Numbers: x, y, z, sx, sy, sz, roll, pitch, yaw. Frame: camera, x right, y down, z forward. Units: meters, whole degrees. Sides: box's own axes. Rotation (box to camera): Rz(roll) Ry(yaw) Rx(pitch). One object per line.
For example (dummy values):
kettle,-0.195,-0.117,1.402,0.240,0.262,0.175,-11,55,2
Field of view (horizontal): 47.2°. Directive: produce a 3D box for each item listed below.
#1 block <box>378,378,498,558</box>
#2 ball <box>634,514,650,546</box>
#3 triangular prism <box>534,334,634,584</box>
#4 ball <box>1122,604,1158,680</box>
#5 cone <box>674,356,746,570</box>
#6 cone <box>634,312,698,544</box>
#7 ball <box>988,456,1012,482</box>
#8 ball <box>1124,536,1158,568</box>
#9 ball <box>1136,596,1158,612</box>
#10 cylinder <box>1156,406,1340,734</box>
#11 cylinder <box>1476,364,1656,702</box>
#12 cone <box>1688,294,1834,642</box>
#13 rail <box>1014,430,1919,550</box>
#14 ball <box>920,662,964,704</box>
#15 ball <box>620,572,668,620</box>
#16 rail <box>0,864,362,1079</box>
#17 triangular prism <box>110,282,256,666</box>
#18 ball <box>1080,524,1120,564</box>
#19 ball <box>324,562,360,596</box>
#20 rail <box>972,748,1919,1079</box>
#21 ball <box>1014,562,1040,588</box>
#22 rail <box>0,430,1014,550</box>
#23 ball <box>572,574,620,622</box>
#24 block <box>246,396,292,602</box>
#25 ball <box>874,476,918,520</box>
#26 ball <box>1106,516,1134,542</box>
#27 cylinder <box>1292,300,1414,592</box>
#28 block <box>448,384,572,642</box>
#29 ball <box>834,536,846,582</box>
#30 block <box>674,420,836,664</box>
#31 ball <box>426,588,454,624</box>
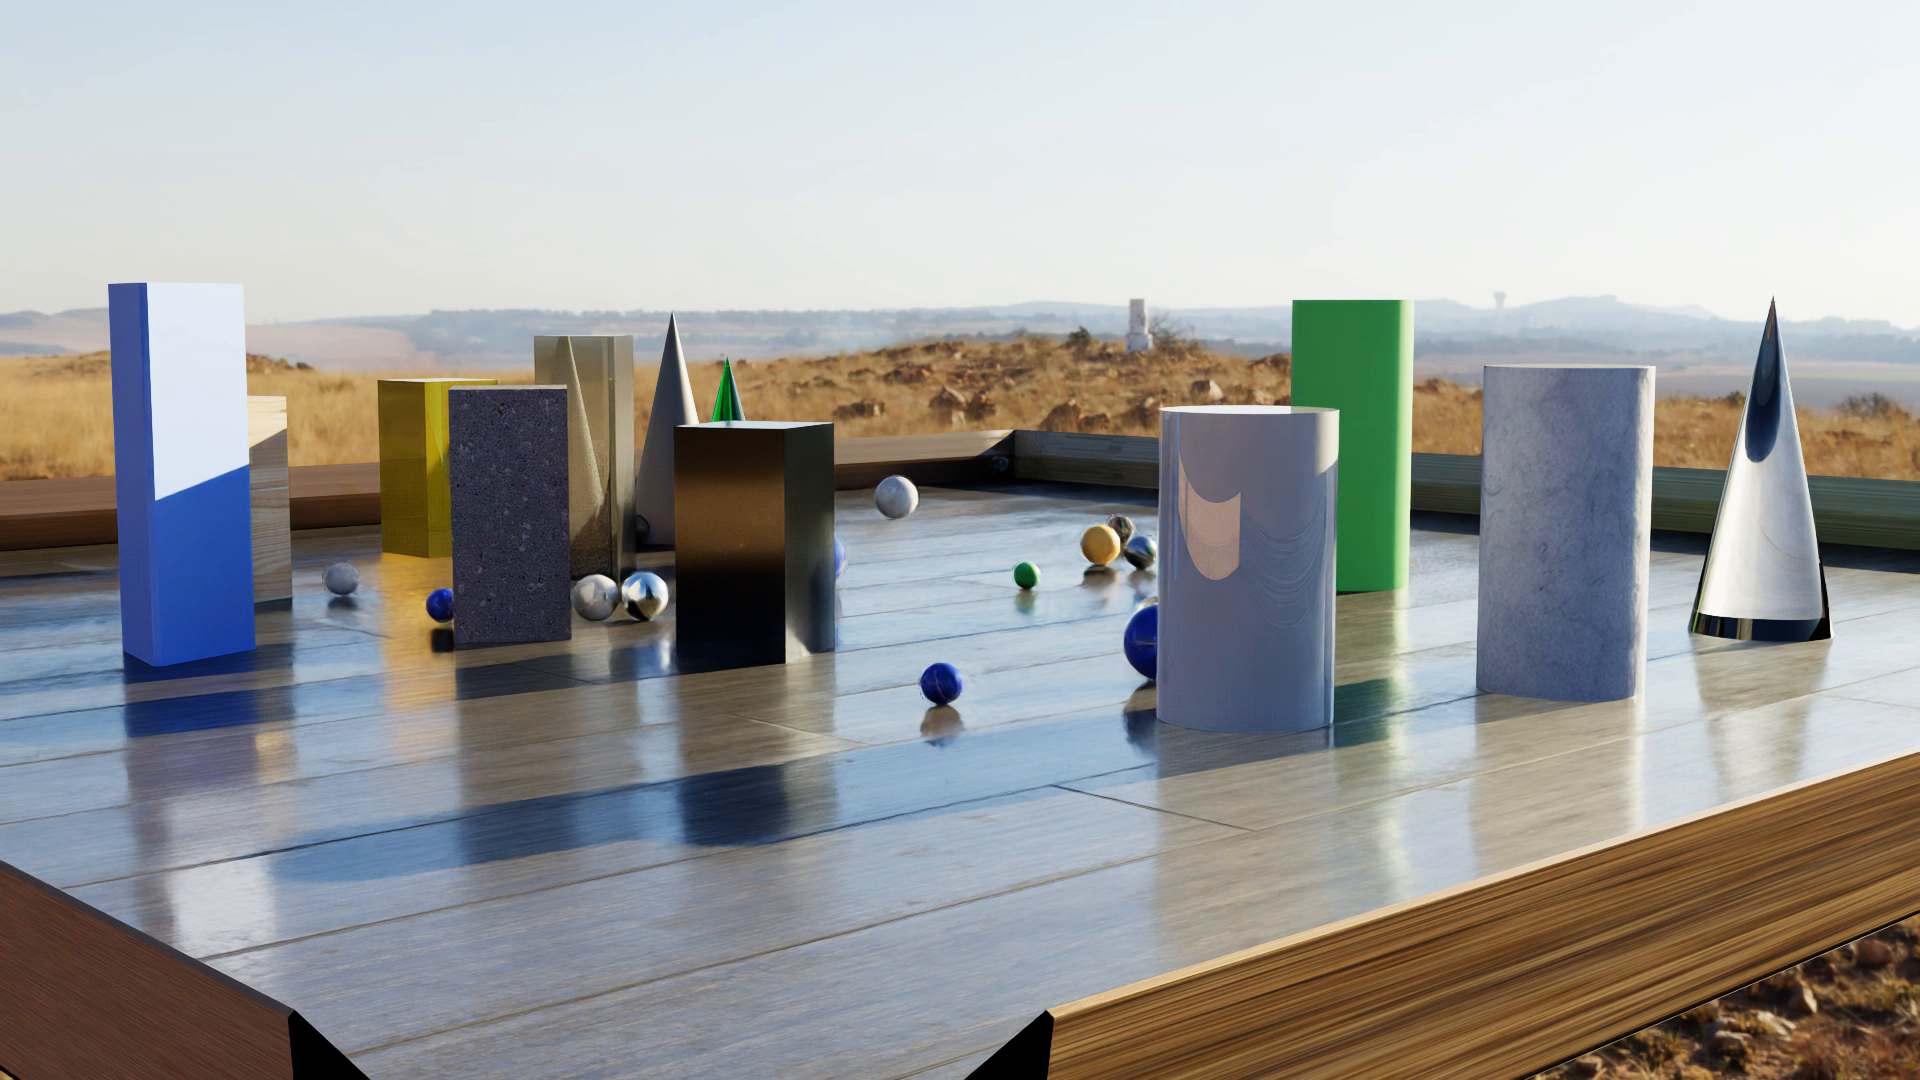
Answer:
block,-0.953,-0.135,4.029,0.154,0.316,0.154,6,8,43
ball,-0.616,-0.020,4.157,0.059,0.059,0.059,0,6,0
triangular prism,-0.592,-0.139,3.655,0.167,0.401,0.145,4,7,32
ball,0.242,0.122,2.645,0.093,0.093,0.093,0,6,0
cone,-0.398,-0.135,3.781,0.193,0.367,0.193,0,6,0
cone,-0.552,-0.223,4.242,0.193,0.445,0.193,0,6,0
ball,0.104,-0.185,5.706,0.065,0.065,0.065,0,6,0
ball,0.311,0.021,3.779,0.058,0.058,0.058,0,6,0
ball,0.268,0.104,2.998,0.056,0.056,0.056,0,6,0
cylinder,0.312,0.026,2.394,0.193,0.336,0.193,0,6,0
cylinder,0.709,-0.015,2.579,0.193,0.379,0.193,0,6,0
cone,1.110,-0.105,3.024,0.193,0.466,0.193,0,6,0
rail,1.313,-0.094,4.537,0.045,0.125,3.495,-6,8,-42
ball,-0.020,0.162,2.483,0.048,0.048,0.048,0,6,0
ball,-0.453,0.080,3.155,0.070,0.070,0.070,0,6,0
rail,-1.313,0.159,2.127,0.045,0.125,3.495,-6,8,-42
triangular prism,-0.988,-0.090,2.831,0.145,0.477,0.167,-4,7,-33
ball,0.245,0.009,3.839,0.070,0.070,0.070,0,6,0
ball,-0.962,0.061,3.423,0.053,0.053,0.053,0,6,0
rail,1.169,0.165,2.072,3.621,0.125,0.045,-6,8,-42
ball,0.107,0.056,3.508,0.043,0.043,0.043,0,6,0
rail,-1.169,-0.100,4.592,3.621,0.125,0.045,-6,8,-42
ball,-0.520,0.083,3.142,0.067,0.067,0.067,0,6,0
block,-1.140,-0.063,3.363,0.154,0.310,0.154,3,7,29
ball,-0.136,-0.090,4.670,0.092,0.092,0.092,0,6,0
ball,0.305,-0.021,4.202,0.052,0.052,0.052,0,6,0
cylinder,0.631,-0.157,3.552,0.193,0.459,0.193,0,6,0
block,-0.614,-0.040,3.013,0.154,0.338,0.154,-1,6,-10
ball,-0.230,0.030,3.503,0.097,0.097,0.097,0,6,0
block,-0.265,-0.002,2.856,0.154,0.296,0.154,2,6,20
ball,-0.727,0.092,3.098,0.050,0.050,0.050,0,6,0
